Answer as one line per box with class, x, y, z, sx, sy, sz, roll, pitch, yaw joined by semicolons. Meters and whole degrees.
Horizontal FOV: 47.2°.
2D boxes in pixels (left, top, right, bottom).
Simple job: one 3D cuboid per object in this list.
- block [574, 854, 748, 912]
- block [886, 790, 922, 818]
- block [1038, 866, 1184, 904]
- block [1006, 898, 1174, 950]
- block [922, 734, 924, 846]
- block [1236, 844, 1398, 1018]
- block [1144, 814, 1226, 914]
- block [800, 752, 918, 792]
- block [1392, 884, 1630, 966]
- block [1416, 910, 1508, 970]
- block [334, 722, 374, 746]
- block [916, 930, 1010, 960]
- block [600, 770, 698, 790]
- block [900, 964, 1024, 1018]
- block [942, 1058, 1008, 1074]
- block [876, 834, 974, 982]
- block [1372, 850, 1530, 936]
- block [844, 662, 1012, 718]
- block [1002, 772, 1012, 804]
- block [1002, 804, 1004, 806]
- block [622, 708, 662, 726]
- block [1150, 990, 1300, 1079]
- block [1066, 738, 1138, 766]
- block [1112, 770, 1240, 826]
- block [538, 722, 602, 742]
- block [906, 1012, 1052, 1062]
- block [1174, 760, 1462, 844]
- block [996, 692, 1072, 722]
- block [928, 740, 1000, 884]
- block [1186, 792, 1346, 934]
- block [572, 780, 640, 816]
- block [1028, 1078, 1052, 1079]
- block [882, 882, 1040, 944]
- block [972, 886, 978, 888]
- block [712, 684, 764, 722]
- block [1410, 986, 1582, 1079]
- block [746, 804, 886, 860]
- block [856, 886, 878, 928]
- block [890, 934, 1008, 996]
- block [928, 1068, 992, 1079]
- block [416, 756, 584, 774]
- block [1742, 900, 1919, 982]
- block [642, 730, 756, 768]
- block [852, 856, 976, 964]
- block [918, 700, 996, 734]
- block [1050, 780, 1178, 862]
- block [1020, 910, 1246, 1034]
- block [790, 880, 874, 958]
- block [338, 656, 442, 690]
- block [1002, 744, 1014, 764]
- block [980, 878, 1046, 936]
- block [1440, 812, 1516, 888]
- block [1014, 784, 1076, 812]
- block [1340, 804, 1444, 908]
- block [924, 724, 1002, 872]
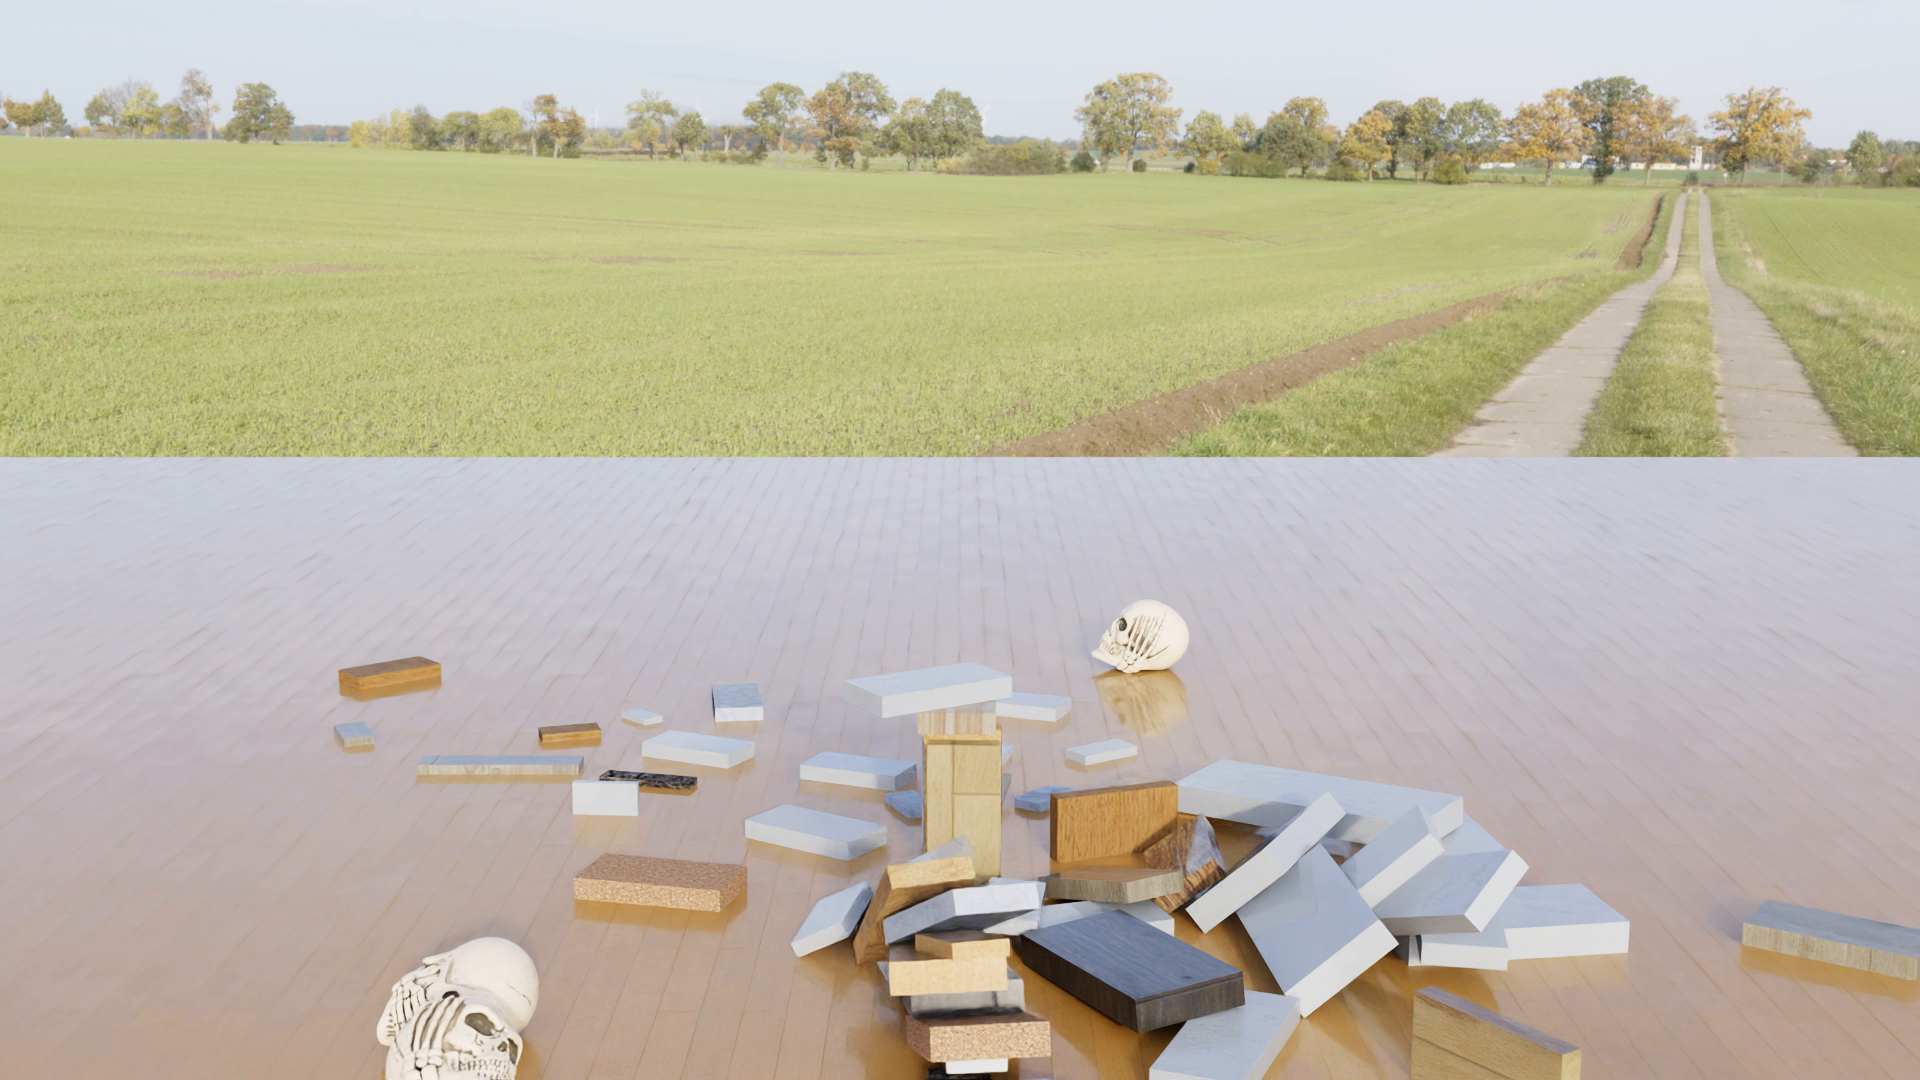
block;-0.499;0.571;3.671;0.257;0.036;0.129;3;11;14
block;-0.092;0.496;4.131;0.058;0.016;0.116;-5;12;-24
block;0.244;0.560;3.582;0.116;0.033;0.231;-5;-2;-35
block;0.202;0.609;3.474;0.243;0.034;0.121;-4;11;-19
block;-0.002;0.413;3.907;0.131;0.261;0.037;0;10;0
block;0.532;0.582;3.313;0.172;0.049;0.345;-39;11;3
block;0.374;0.539;3.672;0.121;0.034;0.243;-35;8;7
block;-0.199;0.454;4.323;0.205;0.029;0.103;5;11;23
block;0.845;0.603;3.459;0.356;0.050;0.178;-2;11;-9
block;0.758;0.578;3.356;0.125;0.035;0.250;3;17;6
block;-1.270;0.407;4.609;0.061;0.017;0.122;-5;12;-25
block;0.002;0.539;2.932;0.079;0.022;0.158;-1;-5;-19
block;-0.608;0.468;4.291;0.186;0.013;0.045;3;11;15
block;-0.005;0.630;3.110;0.153;0.043;0.305;-2;-5;-6
block;0.018;0.688;2.916;0.079;0.022;0.158;-2;-8;-3
block;-0.050;0.578;3.492;0.123;0.035;0.441;-28;8;8
block;0.699;0.537;3.321;0.129;0.036;0.378;-46;8;-23
block;-0.054;0.254;3.747;0.256;0.036;0.128;-7;12;-32
block;0.053;0.473;4.142;0.067;0.019;0.133;8;22;9
block;0.034;0.474;4.183;0.058;0.016;0.116;-4;23;-22
block;-0.688;0.382;4.755;0.045;0.013;0.091;-9;14;-41
block;0.368;0.692;3.020;0.125;0.035;0.313;4;11;22
block;0.288;0.431;4.474;0.133;0.019;0.067;-7;13;-34
block;0.427;0.484;4.139;0.257;0.036;0.128;7;13;33
block;-0.820;0.405;4.620;0.122;0.017;0.061;-4;11;-18
block;0.020;0.655;2.918;0.153;0.043;0.305;-1;-9;-7
block;0.633;0.470;3.924;0.485;0.050;0.178;5;14;37
block;0.086;0.358;4.837;0.301;0.029;0.103;4;11;22
block;0.006;0.459;3.710;0.122;0.243;0.034;0;11;2
block;0.505;0.524;3.604;0.172;0.049;0.345;-43;-10;26
block;-0.659;0.480;4.093;0.122;0.061;0.017;1;11;4
block;0.247;0.726;2.759;0.355;0.030;0.106;5;-8;27
block;-0.002;0.512;3.011;0.123;0.035;0.246;-1;-18;-25
block;0.016;0.589;3.622;0.134;0.019;0.067;0;11;1
block;-0.491;0.357;4.843;0.103;0.029;0.206;-2;11;-8
block;0.690;0.679;2.847;0.035;0.125;0.250;-7;13;-34
block;-0.258;0.523;3.941;0.231;0.033;0.116;7;13;34
block;-0.123;0.584;3.482;0.090;0.025;0.180;-29;8;-3
block;-0.020;0.580;3.011;0.153;0.043;0.305;-3;-5;-2
block;0.007;0.729;2.862;0.079;0.022;0.158;-1;11;-8
block;-0.915;0.448;4.381;0.321;0.019;0.067;0;11;0
block;1.364;0.619;3.413;0.257;0.036;0.129;8;13;35
block;-0.532;0.425;4.476;0.205;0.029;0.103;5;12;26
block;-0.068;0.531;3.145;0.123;0.246;0.035;-4;56;-19
block;-0.003;0.282;3.794;0.131;0.037;0.261;0;11;1
block;0.271;0.494;3.867;0.231;0.116;0.033;-4;11;-20
block;0.247;0.627;3.223;0.172;0.049;0.365;-9;9;-23
block;-0.200;0.595;3.458;0.090;0.025;0.180;-25;7;14
block;-1.323;0.308;5.106;0.206;0.029;0.103;-9;14;-41
block;0.063;0.437;4.445;0.061;0.017;0.122;3;11;15
block;0.083;0.577;3.463;0.090;0.025;0.180;5;11;6
block;0.825;0.529;3.859;0.178;0.050;0.355;-1;11;-7
block;0.161;0.489;4.167;0.058;0.016;0.116;8;13;37
block;0.635;0.526;3.429;0.257;0.036;0.128;-41;8;12
block;0.005;0.443;3.743;0.130;0.261;0.037;0;11;2
